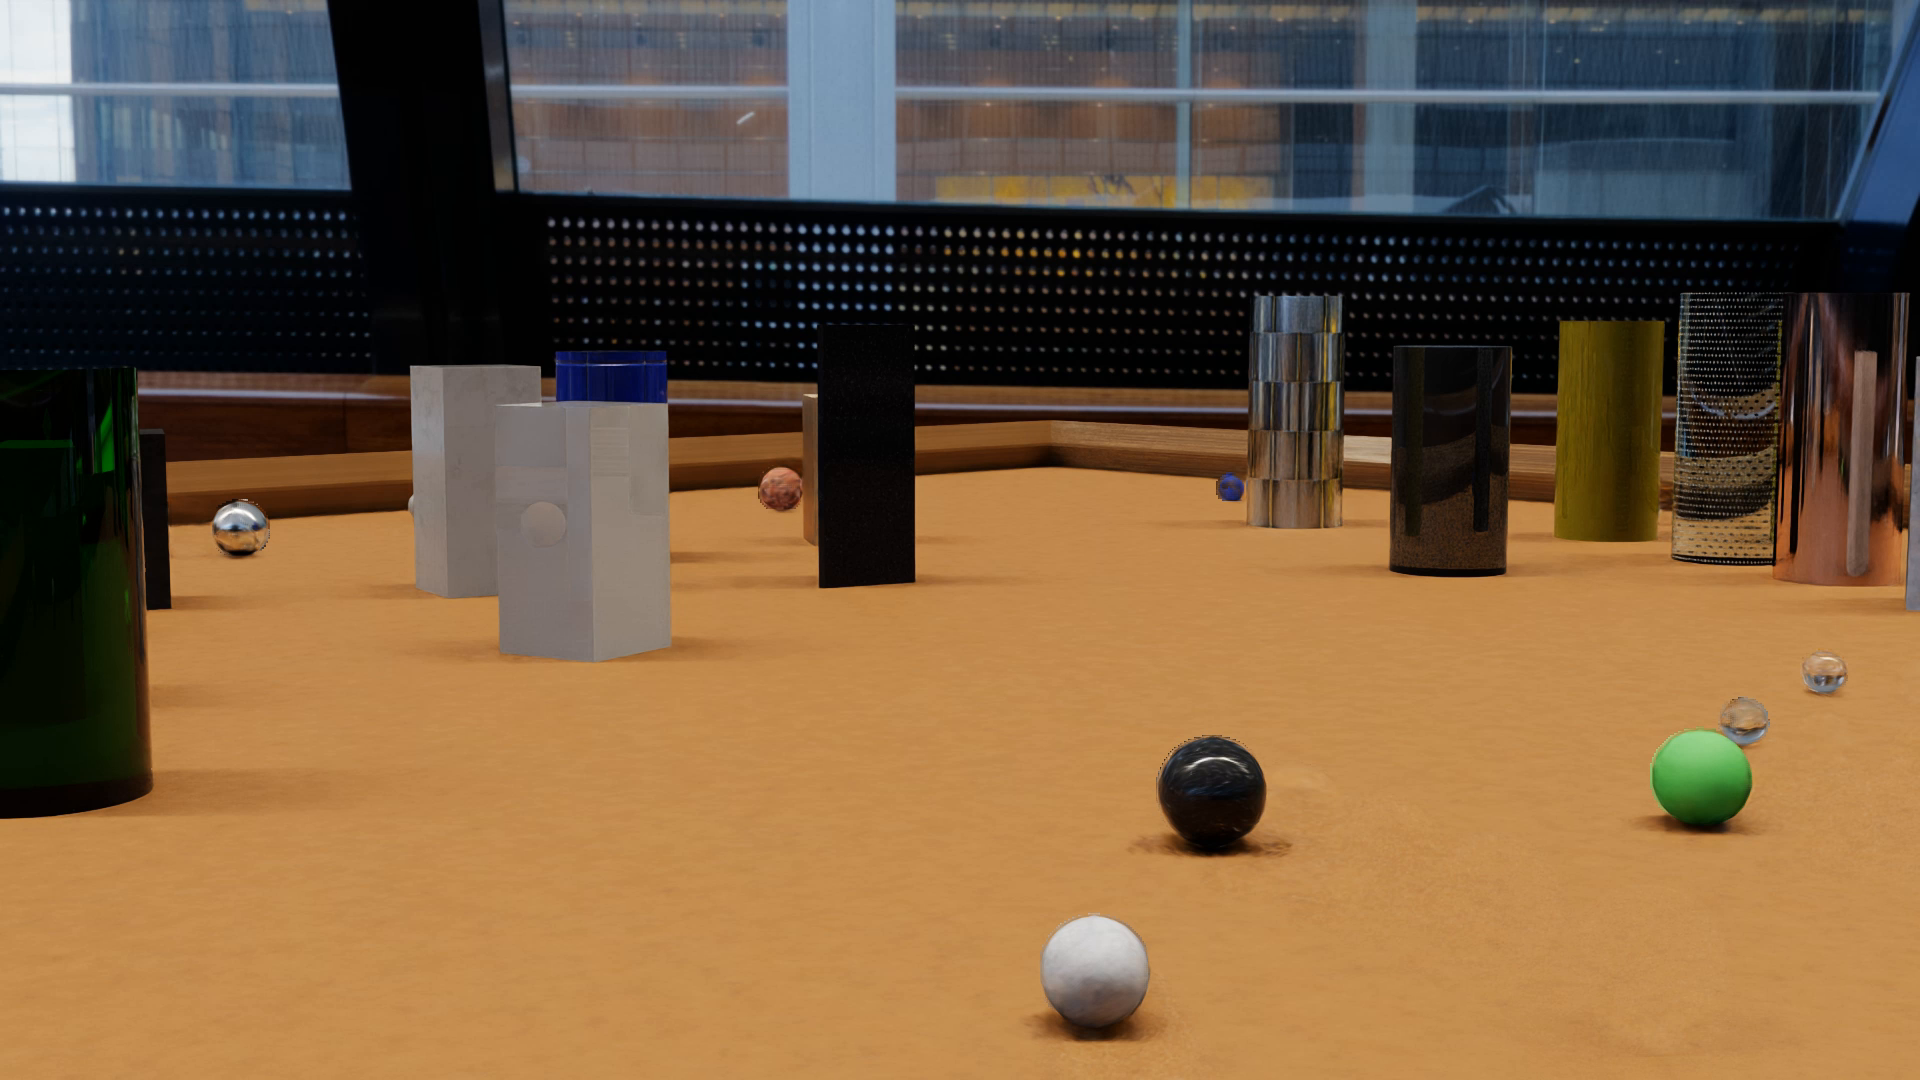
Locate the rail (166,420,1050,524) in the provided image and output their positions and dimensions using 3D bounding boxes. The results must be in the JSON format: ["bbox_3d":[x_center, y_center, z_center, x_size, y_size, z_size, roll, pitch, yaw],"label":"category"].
[{"bbox_3d":[-1.372,-0.121,4.811,4.490,0.129,0.045,-5,8,-42],"label":"rail"}]

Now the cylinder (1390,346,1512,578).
[{"bbox_3d":[0.838,-0.139,3.760,0.198,0.384,0.198,0,6,0],"label":"cylinder"}]

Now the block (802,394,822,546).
[{"bbox_3d":[-0.214,-0.138,4.245,0.158,0.281,0.158,-1,6,-11],"label":"block"}]

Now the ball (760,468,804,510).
[{"bbox_3d":[-0.398,-0.113,4.899,0.097,0.097,0.097,0,6,0],"label":"ball"}]

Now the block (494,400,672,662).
[{"bbox_3d":[-0.492,-0.016,2.881,0.158,0.323,0.158,3,7,30],"label":"block"}]

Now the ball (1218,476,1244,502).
[{"bbox_3d":[0.634,-0.119,5.133,0.061,0.061,0.061,0,6,0],"label":"ball"}]

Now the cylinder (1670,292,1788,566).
[{"bbox_3d":[1.380,-0.202,3.922,0.198,0.476,0.198,0,6,0],"label":"cylinder"}]

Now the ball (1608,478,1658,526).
[{"bbox_3d":[1.400,-0.080,4.570,0.099,0.099,0.099,0,6,0],"label":"ball"}]

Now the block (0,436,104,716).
[{"bbox_3d":[-1.080,0.037,2.494,0.158,0.297,0.158,-4,7,-35],"label":"block"}]

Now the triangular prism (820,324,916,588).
[{"bbox_3d":[-0.184,-0.143,3.621,0.171,0.422,0.148,-3,7,-29],"label":"triangular prism"}]

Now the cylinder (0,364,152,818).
[{"bbox_3d":[-0.850,0.039,2.009,0.198,0.393,0.198,0,6,0],"label":"cylinder"}]

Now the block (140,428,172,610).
[{"bbox_3d":[-1.283,-0.032,3.325,0.158,0.262,0.158,-2,6,-21],"label":"block"}]

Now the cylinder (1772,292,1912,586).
[{"bbox_3d":[1.455,-0.170,3.630,0.198,0.473,0.198,0,6,0],"label":"cylinder"}]

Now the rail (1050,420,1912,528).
[{"bbox_3d":[1.633,-0.123,4.830,0.045,0.129,4.094,-5,8,-42],"label":"rail"}]

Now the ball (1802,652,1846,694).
[{"bbox_3d":[1.008,0.154,2.566,0.049,0.049,0.049,0,6,0],"label":"ball"}]

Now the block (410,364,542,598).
[{"bbox_3d":[-0.768,-0.098,3.498,0.158,0.357,0.158,-4,7,-32],"label":"block"}]

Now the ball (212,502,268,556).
[{"bbox_3d":[-1.309,-0.020,3.999,0.099,0.099,0.099,0,6,0],"label":"ball"}]

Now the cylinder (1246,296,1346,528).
[{"bbox_3d":[0.699,-0.269,4.572,0.198,0.474,0.198,0,6,0],"label":"cylinder"}]

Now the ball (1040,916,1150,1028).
[{"bbox_3d":[0.084,0.269,1.371,0.068,0.068,0.068,0,6,0],"label":"ball"}]

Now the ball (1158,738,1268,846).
[{"bbox_3d":[0.211,0.210,1.832,0.091,0.091,0.091,0,6,0],"label":"ball"}]

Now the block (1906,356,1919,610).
[{"bbox_3d":[1.514,-0.085,3.300,0.158,0.374,0.158,2,6,23],"label":"block"}]

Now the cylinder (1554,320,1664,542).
[{"bbox_3d":[1.273,-0.217,4.316,0.198,0.425,0.198,0,6,0],"label":"cylinder"}]

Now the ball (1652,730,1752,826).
[{"bbox_3d":[0.643,0.206,1.906,0.083,0.083,0.083,0,6,0],"label":"ball"}]

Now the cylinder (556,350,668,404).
[{"bbox_3d":[-0.623,-0.152,3.948,0.198,0.372,0.198,0,6,0],"label":"cylinder"}]

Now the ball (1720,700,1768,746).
[{"bbox_3d":[0.806,0.188,2.261,0.046,0.046,0.046,0,6,0],"label":"ball"}]
